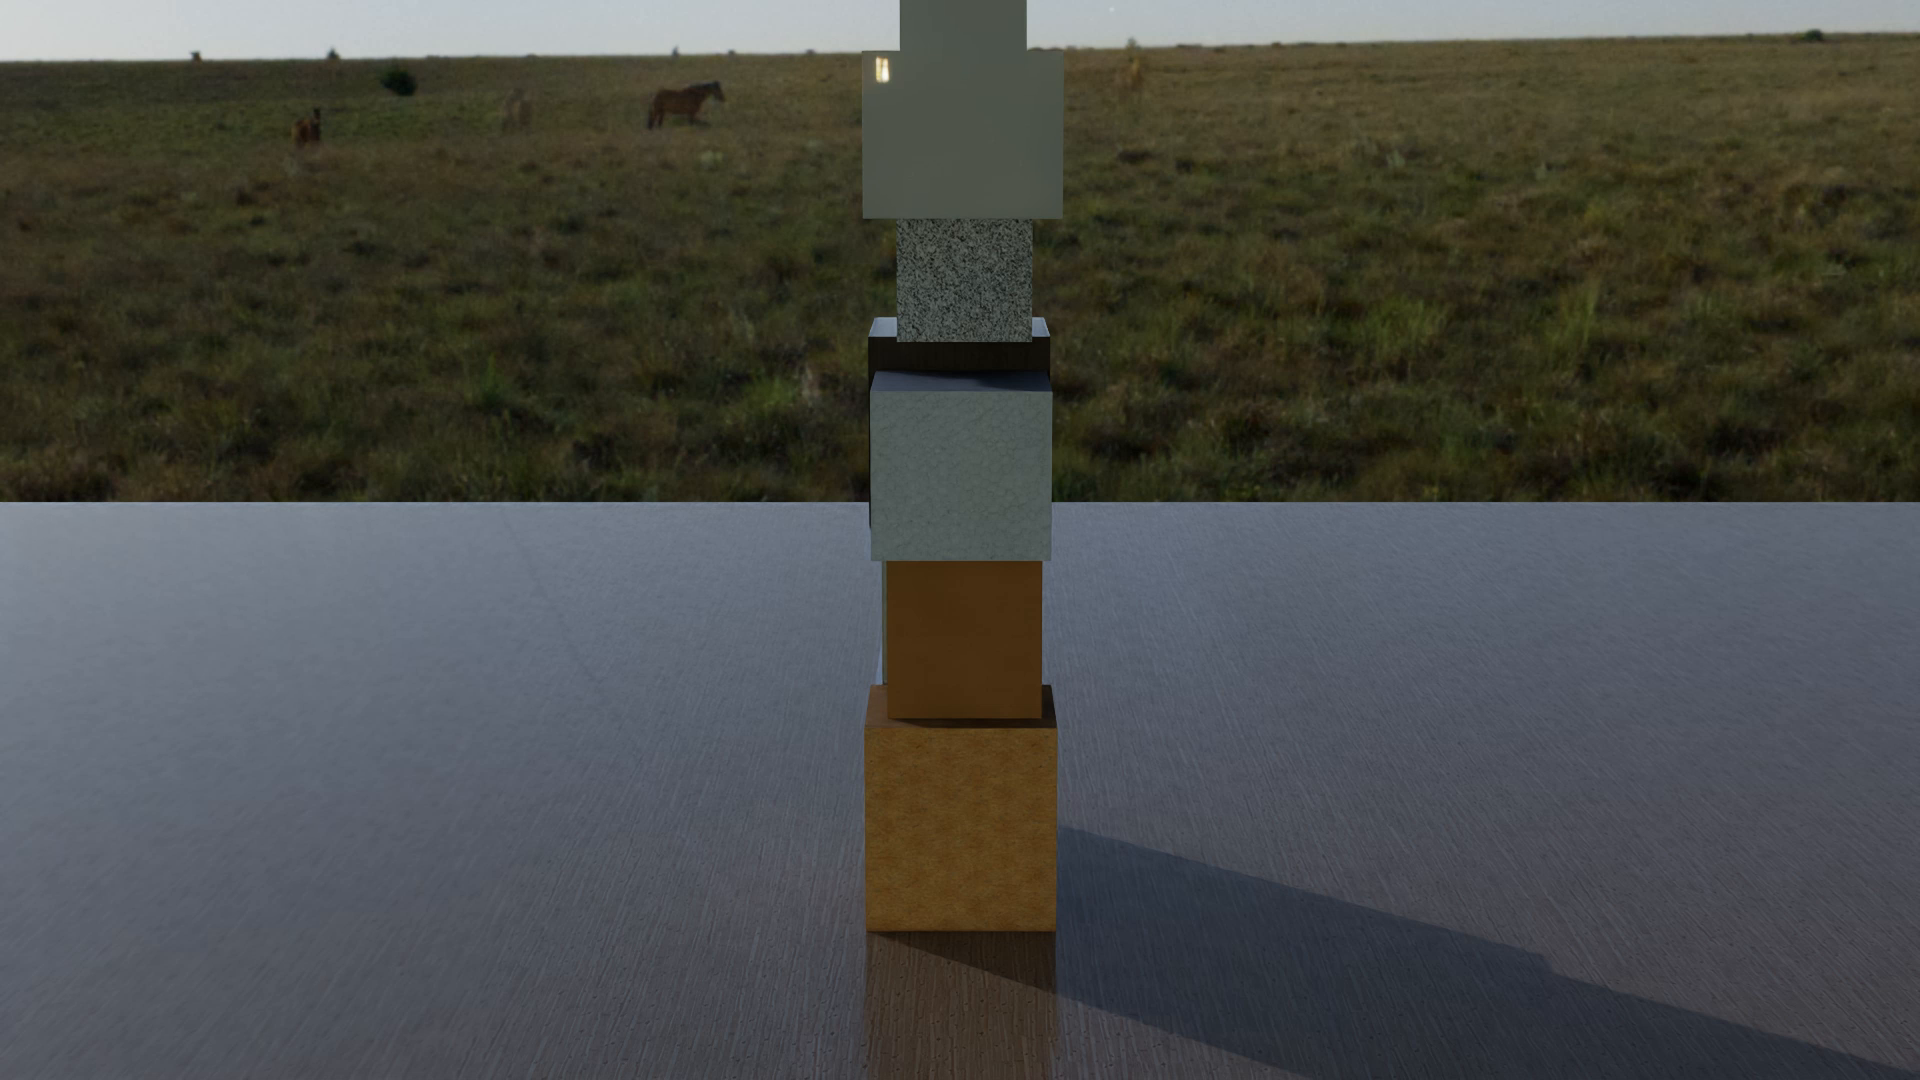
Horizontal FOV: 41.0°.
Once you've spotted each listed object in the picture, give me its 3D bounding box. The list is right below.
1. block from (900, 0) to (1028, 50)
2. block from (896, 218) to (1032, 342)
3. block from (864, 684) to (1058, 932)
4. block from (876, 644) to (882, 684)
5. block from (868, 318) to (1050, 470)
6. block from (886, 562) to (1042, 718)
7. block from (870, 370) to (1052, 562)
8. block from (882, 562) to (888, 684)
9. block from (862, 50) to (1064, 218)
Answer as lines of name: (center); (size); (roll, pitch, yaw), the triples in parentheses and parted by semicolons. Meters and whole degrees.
block: (0.014, -2.278, 10.766); (0.525, 0.444, 0.465); (0, 10, 0)
block: (0.019, -1.134, 10.974); (0.565, 0.515, 0.588); (0, 10, 0)
block: (0.004, 1.128, 10.936); (0.789, 0.868, 0.763); (0, 10, 0)
block: (-0.004, 0.988, 11.753); (0.739, 0.851, 0.875); (0, 10, 0)
block: (-0.003, -0.539, 11.466); (0.778, 0.832, 0.884); (0, 10, 0)
block: (0.019, 0.342, 10.891); (0.639, 0.695, 0.627); (0, 10, 0)
block: (0.005, -0.320, 10.668); (0.728, 0.689, 0.744); (0, 10, 0)
block: (-0.019, 0.231, 11.546); (0.644, 0.712, 0.682); (0, 10, 0)
block: (0.012, -1.723, 10.867); (0.826, 0.682, 0.685); (0, 10, 0)
